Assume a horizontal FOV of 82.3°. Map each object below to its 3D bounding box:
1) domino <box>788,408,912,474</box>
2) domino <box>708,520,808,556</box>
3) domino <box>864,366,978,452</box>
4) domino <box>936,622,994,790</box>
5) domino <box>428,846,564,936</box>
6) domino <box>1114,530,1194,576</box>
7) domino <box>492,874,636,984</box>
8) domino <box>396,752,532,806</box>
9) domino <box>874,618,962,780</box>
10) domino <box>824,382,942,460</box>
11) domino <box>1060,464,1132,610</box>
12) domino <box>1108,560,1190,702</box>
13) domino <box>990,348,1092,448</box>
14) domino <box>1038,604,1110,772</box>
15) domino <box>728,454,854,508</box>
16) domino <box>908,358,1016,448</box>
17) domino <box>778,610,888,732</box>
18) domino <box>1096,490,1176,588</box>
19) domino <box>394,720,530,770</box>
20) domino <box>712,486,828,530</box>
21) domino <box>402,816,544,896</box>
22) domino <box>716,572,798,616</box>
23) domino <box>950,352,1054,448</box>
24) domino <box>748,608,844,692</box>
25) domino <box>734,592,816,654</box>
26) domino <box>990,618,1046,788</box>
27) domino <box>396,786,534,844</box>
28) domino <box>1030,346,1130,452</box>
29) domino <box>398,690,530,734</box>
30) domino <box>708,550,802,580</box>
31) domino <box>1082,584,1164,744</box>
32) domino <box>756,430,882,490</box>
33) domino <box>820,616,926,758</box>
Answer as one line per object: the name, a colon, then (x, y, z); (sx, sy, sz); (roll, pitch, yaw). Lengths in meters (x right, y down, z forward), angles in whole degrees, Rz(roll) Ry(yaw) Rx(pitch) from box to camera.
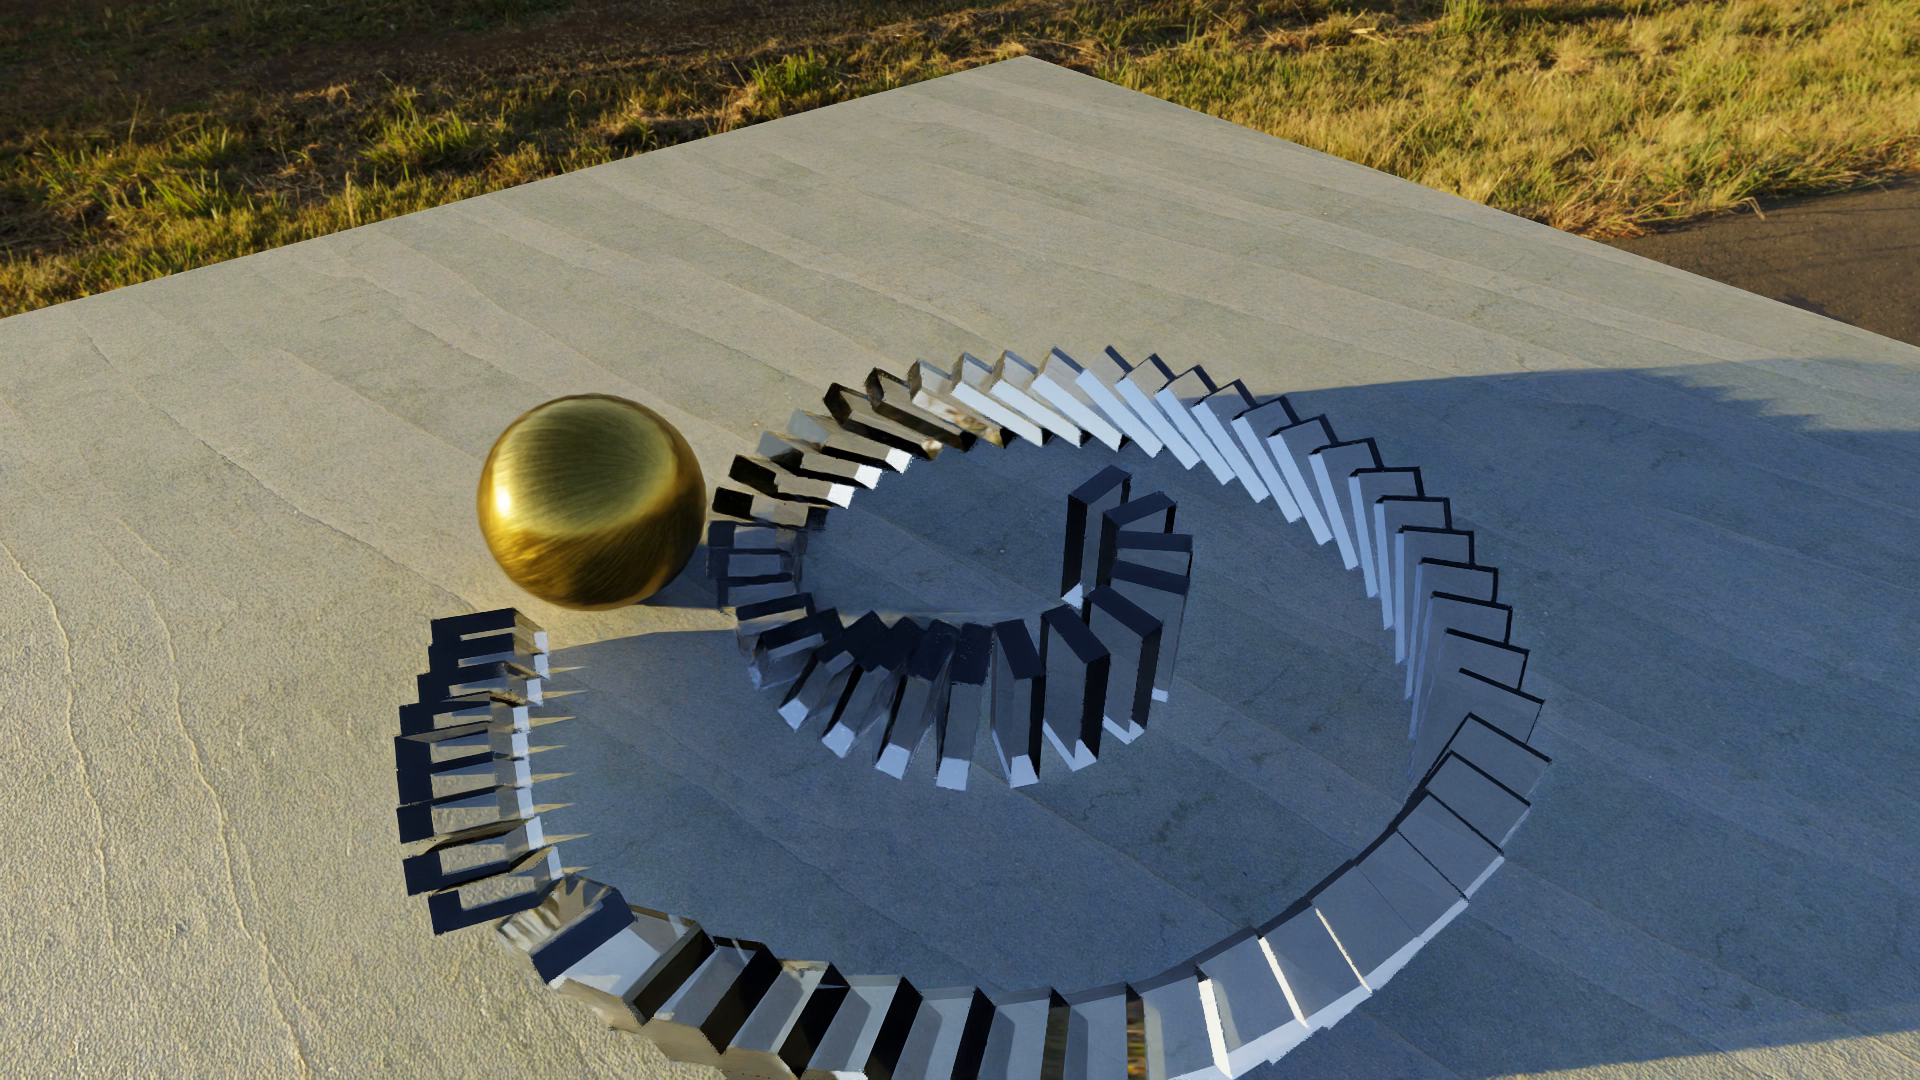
domino: (-0.047, -0.042, 0.474); (0.025, 0.010, 0.050); (37, 17, 37)
domino: (-0.076, 0.000, 0.420); (0.025, 0.010, 0.050); (4, -2, 5)
domino: (-0.017, -0.058, 0.494); (0.050, 0.010, 0.025); (21, 29, -30)
domino: (0.001, 0.053, 0.346); (0.009, 0.050, 0.025); (10, 40, 3)
domino: (-0.126, 0.095, 0.301); (0.025, 0.050, 0.009); (-12, 84, -15)
domino: (0.066, 0.020, 0.387); (0.025, 0.050, 0.010); (3, 39, 4)
domino: (-0.107, 0.103, 0.294); (0.025, 0.010, 0.050); (-32, 7, -33)
domino: (-0.146, 0.072, 0.328); (0.025, 0.050, 0.009); (-10, 79, -12)
domino: (-0.014, 0.051, 0.349); (0.009, 0.050, 0.025); (24, 43, 7)
domino: (-0.034, -0.052, 0.486); (0.050, 0.010, 0.025); (17, 26, -38)
domino: (0.051, -0.001, 0.412); (0.009, 0.050, 0.025); (30, 48, 31)
domino: (0.062, 0.031, 0.373); (0.025, 0.050, 0.009); (14, 41, 16)
domino: (0.038, -0.065, 0.502); (0.050, 0.009, 0.025); (30, 37, -16)
domino: (0.035, 0.048, 0.353); (0.009, 0.050, 0.025); (-18, 43, -21)
domino: (-0.068, -0.024, 0.450); (0.025, 0.010, 0.050); (24, 9, 27)
domino: (0.001, -0.062, 0.498); (0.050, 0.010, 0.025); (24, 32, -25)
domino: (-0.042, 0.043, 0.360); (0.025, 0.050, 0.009); (-35, 79, -35)
domino: (0.063, 0.008, 0.402); (0.025, 0.050, 0.010); (-20, 44, -23)
domino: (-0.151, 0.064, 0.337); (0.025, 0.050, 0.009); (-9, 78, -11)
domino: (-0.074, -0.012, 0.435); (0.025, 0.010, 0.050); (13, 2, 16)
domino: (-0.135, 0.088, 0.310); (0.025, 0.050, 0.009); (-11, 84, -12)
domino: (-0.071, 0.020, 0.393); (0.025, 0.050, 0.009); (-5, 84, -7)
domino: (0.020, -0.064, 0.501); (0.050, 0.009, 0.025); (28, 35, -19)
domino: (-0.056, 0.038, 0.368); (0.025, 0.050, 0.009); (-18, 77, -21)
domino: (-0.064, 0.029, 0.380); (0.025, 0.050, 0.010); (-12, 80, -14)
domino: (0.018, 0.052, 0.348); (0.009, 0.050, 0.025); (-9, 40, -11)
domino: (-0.142, 0.079, 0.319); (0.025, 0.050, 0.009); (-11, 80, -13)
domino: (0.057, -0.064, 0.501); (0.050, 0.010, 0.025); (36, 41, -10)
domino: (-0.154, 0.057, 0.346); (0.025, 0.050, 0.009); (-9, 78, -11)
domino: (-0.075, 0.009, 0.407); (0.025, 0.009, 0.050); (0, -3, 0)
domino: (0.051, 0.041, 0.361); (0.010, 0.050, 0.025); (-29, 47, -31)
domino: (-0.059, -0.033, 0.462); (0.025, 0.010, 0.050); (30, 12, 31)
domino: (-0.028, 0.048, 0.353); (0.009, 0.050, 0.025); (37, 49, 9)
